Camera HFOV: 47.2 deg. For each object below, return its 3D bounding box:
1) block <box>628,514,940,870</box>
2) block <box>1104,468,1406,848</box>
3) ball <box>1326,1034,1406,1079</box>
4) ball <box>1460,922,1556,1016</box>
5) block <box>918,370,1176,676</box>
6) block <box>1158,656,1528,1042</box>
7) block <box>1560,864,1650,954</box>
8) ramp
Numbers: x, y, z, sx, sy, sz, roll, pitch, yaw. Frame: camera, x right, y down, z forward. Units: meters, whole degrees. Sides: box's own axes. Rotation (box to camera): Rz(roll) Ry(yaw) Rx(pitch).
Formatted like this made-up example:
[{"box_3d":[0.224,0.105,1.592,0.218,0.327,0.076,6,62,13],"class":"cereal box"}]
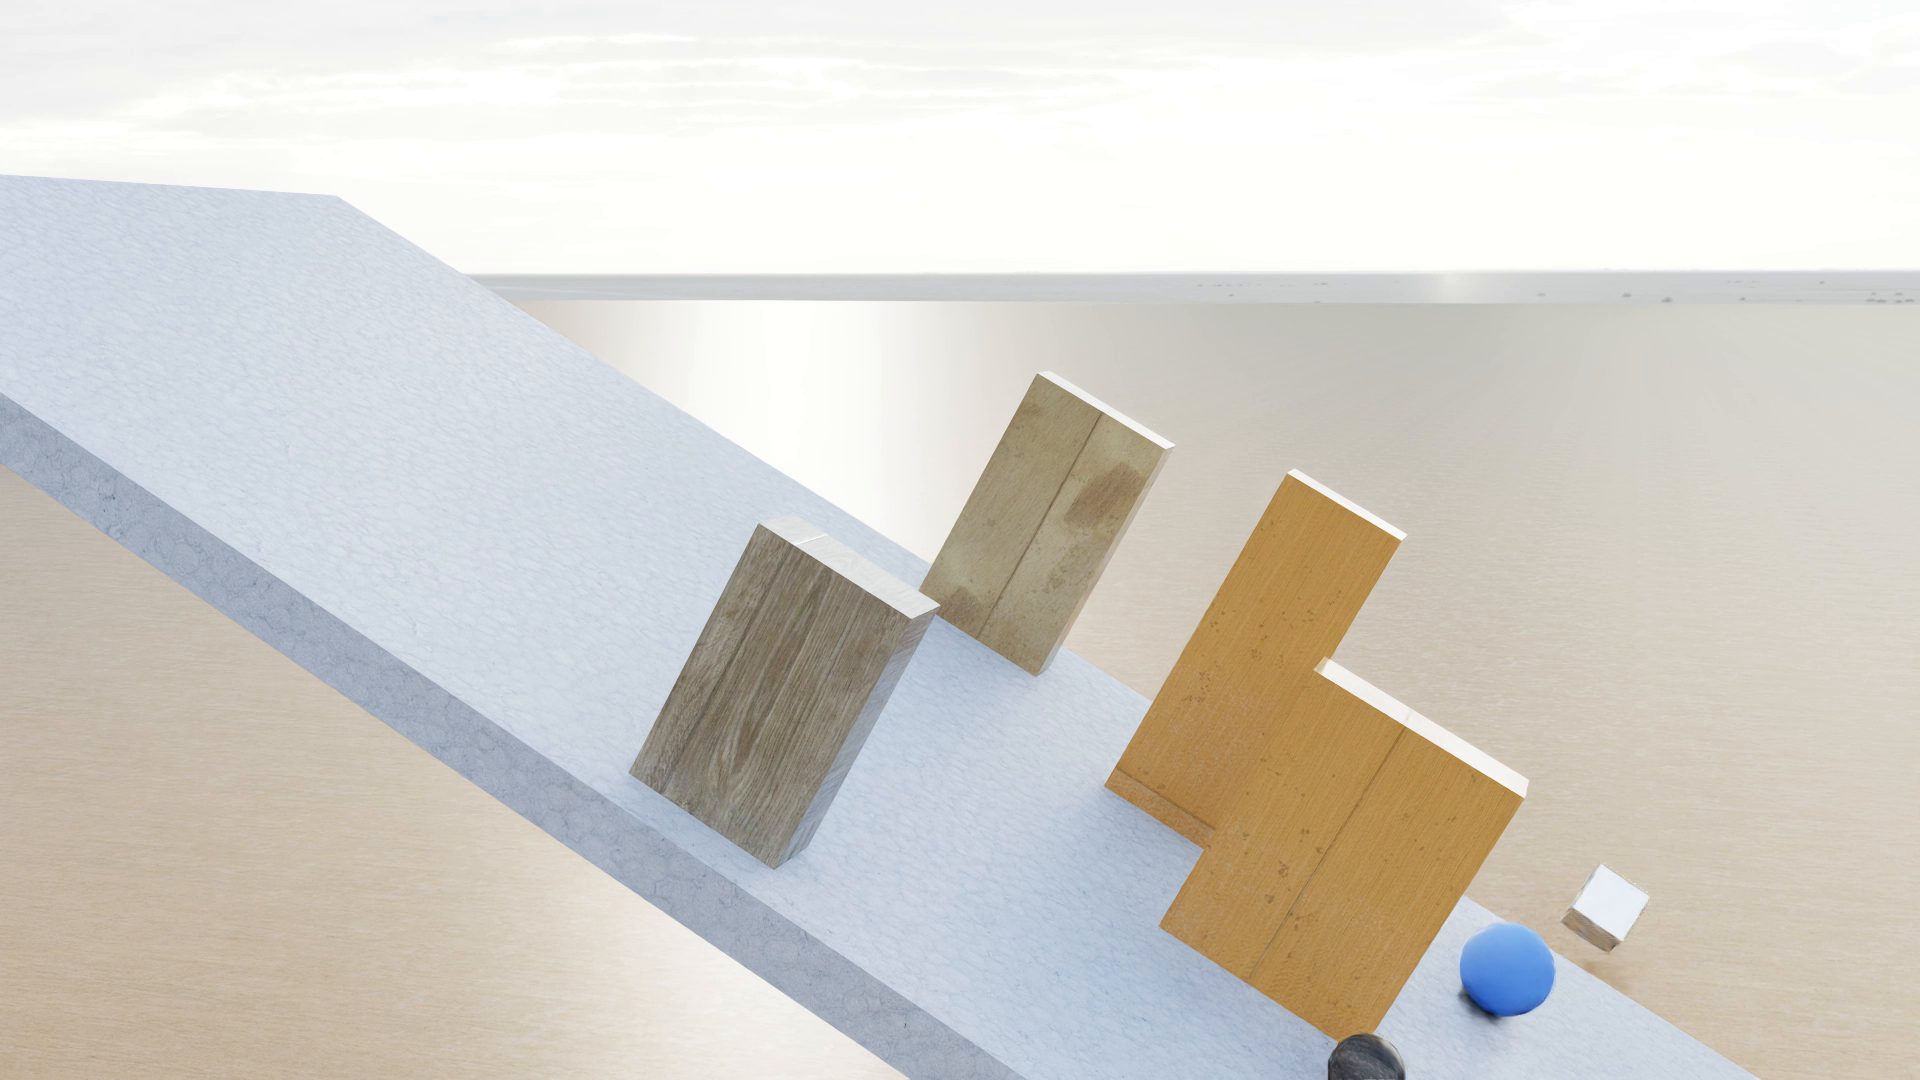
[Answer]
[{"box_3d":[-0.263,0.223,3.278,0.267,0.440,0.137,32,15,11],"class":"block"},{"box_3d":[0.565,0.236,4.242,0.246,0.716,0.097,32,15,11],"class":"block"},{"box_3d":[0.644,0.846,3.489,0.123,0.123,0.123,0,7,0],"class":"ball"},{"box_3d":[1.050,0.823,4.221,0.179,0.179,0.179,0,7,0],"class":"ball"},{"box_3d":[0.178,-0.035,4.740,0.319,0.571,0.102,32,15,11],"class":"block"},{"box_3d":[0.650,0.535,3.749,0.398,0.529,0.136,32,15,11],"class":"block"},{"box_3d":[1.745,1.000,5.954,0.150,0.150,0.150,35,-20,14],"class":"block"},{"box_3d":[-0.199,0.328,4.135,4.000,0.100,2.000,32,15,11],"class":"ramp"}]
